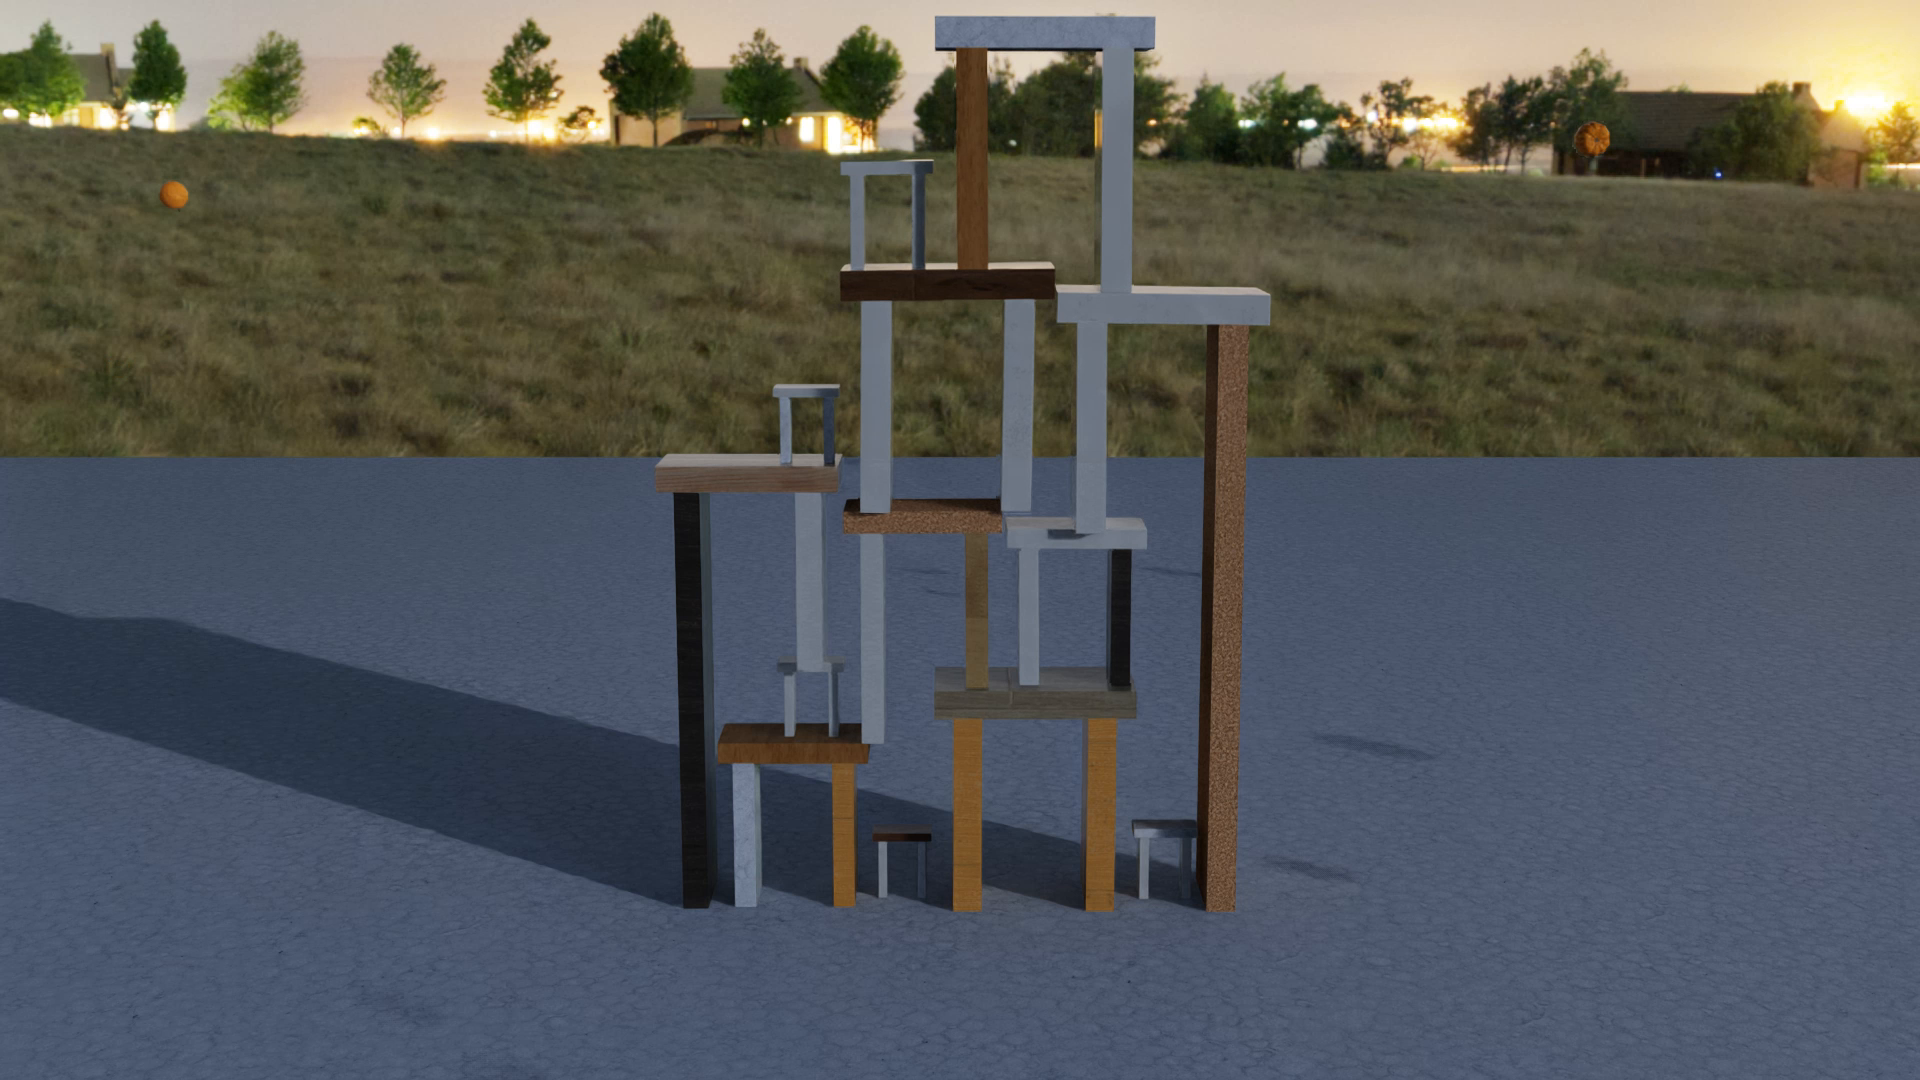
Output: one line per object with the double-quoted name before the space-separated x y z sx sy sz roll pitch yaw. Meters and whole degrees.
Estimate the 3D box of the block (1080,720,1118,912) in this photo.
"block" 0.228 0.431 3.635 0.046 0.324 0.162 0 11 0

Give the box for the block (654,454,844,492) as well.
"block" -0.336 -0.108 3.539 0.288 0.041 0.144 0 11 0

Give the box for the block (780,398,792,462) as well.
"block" -0.279 -0.180 3.526 0.015 0.104 0.052 0 11 0

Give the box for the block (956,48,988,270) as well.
"block" 0.019 -0.597 3.443 0.047 0.334 0.167 0 11 0

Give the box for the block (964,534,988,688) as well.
"block" 0.027 0.103 3.572 0.036 0.252 0.126 0 11 0

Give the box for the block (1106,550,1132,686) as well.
"block" 0.259 0.115 3.585 0.032 0.223 0.112 0 10 1

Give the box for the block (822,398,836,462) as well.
"block" -0.210 -0.180 3.526 0.015 0.104 0.052 0 11 0

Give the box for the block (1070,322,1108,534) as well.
"block" 0.205 -0.188 3.518 0.047 0.330 0.165 0 11 0

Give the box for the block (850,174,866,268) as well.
"block" -0.161 -0.503 3.467 0.020 0.144 0.072 0 11 0

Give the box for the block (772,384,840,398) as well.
"block" -0.245 -0.239 3.515 0.104 0.015 0.052 0 11 0

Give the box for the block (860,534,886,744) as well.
"block" -0.141 0.148 3.584 0.036 0.344 0.126 0 11 0

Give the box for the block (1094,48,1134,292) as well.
"block" 0.240 -0.579 3.448 0.047 0.369 0.167 0 11 0

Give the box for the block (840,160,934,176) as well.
"block" -0.113 -0.585 3.454 0.144 0.020 0.072 0 11 1

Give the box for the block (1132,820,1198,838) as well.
"block" 0.340 0.479 3.650 0.105 0.015 0.053 0 11 0

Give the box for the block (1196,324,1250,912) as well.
"block" 0.425 0.121 3.578 0.047 0.955 0.165 0 11 0

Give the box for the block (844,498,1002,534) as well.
"block" -0.059 -0.039 3.545 0.252 0.036 0.126 0 10 0

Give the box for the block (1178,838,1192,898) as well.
"block" 0.375 0.538 3.661 0.015 0.105 0.053 0 11 0

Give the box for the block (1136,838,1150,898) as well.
"block" 0.304 0.538 3.661 0.015 0.105 0.053 0 11 0

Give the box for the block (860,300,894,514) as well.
"block" -0.132 -0.221 3.515 0.047 0.332 0.166 1 11 0

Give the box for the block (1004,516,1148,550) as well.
"block" 0.186 -0.012 3.562 0.223 0.032 0.112 0 11 -1

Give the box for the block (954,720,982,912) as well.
"block" 0.012 0.431 3.635 0.046 0.324 0.162 0 11 0

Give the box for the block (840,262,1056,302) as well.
"block" -0.019 -0.409 3.480 0.332 0.047 0.166 -1 11 0

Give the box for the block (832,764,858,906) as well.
"block" -0.190 0.471 3.645 0.034 0.243 0.122 0 11 0

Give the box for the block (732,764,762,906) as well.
"block" -0.352 0.471 3.645 0.034 0.243 0.122 0 11 0

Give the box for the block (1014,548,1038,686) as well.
"block" 0.109 0.115 3.586 0.032 0.223 0.112 -1 11 -2

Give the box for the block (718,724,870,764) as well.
"block" -0.271 0.335 3.619 0.243 0.034 0.121 0 11 0

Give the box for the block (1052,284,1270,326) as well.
"block" 0.315 -0.373 3.485 0.330 0.047 0.165 1 11 -1

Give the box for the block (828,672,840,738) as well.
"block" -0.206 0.263 3.610 0.015 0.109 0.054 0 11 0

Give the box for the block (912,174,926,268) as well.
"block" -0.065 -0.504 3.466 0.020 0.144 0.072 0 11 0

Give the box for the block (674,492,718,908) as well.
"block" -0.432 0.251 3.606 0.041 0.690 0.144 0 11 0

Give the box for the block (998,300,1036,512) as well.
"block" 0.090 -0.224 3.515 0.047 0.332 0.166 1 11 -1

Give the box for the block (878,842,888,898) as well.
"block" -0.128 0.541 3.665 0.014 0.097 0.049 0 11 0

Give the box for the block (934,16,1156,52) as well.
"block" 0.128 -0.784 3.409 0.334 0.047 0.167 0 11 0

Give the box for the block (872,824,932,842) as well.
"block" -0.096 0.487 3.655 0.097 0.014 0.049 0 11 0

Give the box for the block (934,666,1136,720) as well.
"block" 0.121 0.249 3.600 0.324 0.046 0.162 0 11 0

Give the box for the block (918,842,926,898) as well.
"block" -0.063 0.541 3.665 0.014 0.097 0.049 0 11 0

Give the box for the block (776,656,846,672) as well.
"block" -0.243 0.202 3.598 0.109 0.015 0.054 0 11 0

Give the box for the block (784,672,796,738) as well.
"block" -0.279 0.263 3.610 0.015 0.109 0.054 0 11 0

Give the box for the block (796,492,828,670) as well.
"block" -0.241 0.054 3.568 0.041 0.288 0.144 0 11 0
